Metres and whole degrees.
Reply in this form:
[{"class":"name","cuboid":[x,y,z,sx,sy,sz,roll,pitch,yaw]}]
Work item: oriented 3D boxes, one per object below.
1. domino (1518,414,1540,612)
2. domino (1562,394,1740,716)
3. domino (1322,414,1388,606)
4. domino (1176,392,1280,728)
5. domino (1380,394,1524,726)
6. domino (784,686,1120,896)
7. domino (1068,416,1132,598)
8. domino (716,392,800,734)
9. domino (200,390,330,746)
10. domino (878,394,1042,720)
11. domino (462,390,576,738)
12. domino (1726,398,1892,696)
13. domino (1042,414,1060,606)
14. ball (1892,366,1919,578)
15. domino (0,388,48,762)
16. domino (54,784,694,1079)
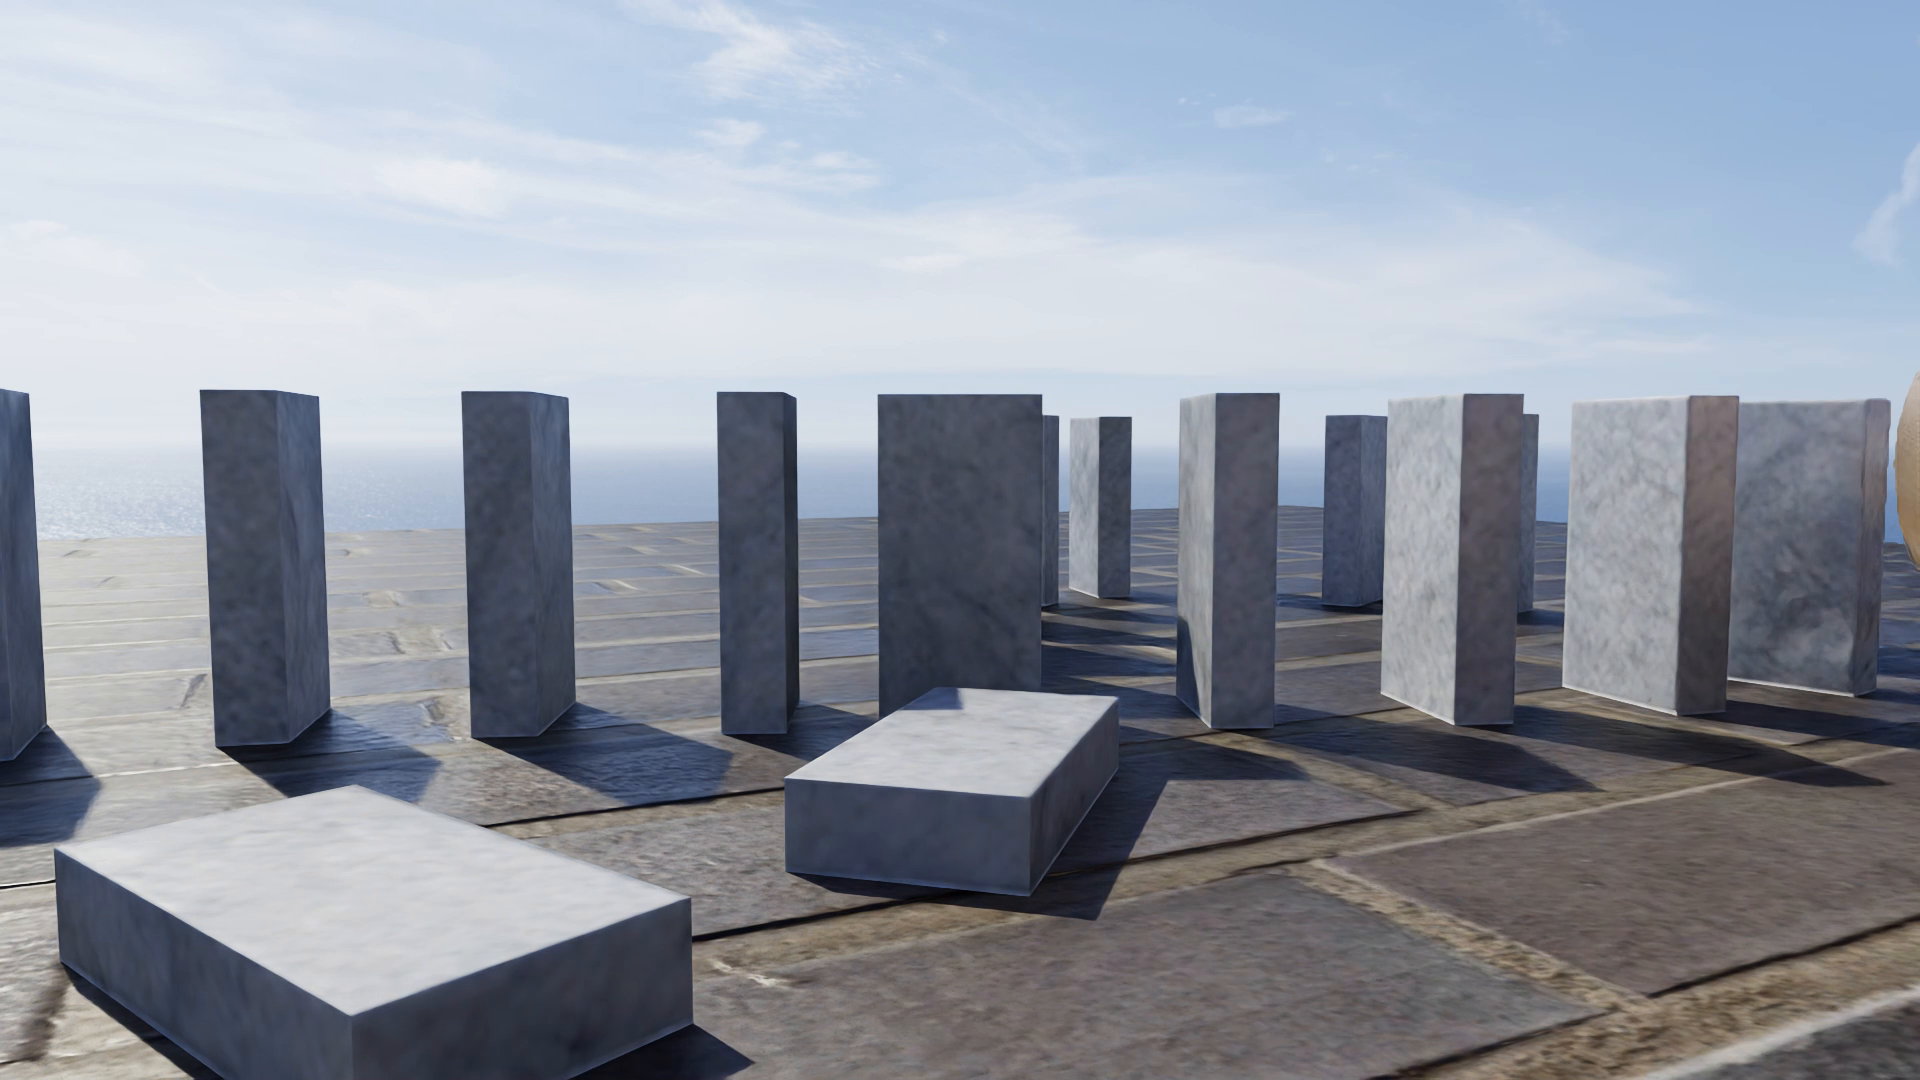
[{"class":"domino","cuboid":[0.134,-0.007,0.322,0.025,0.050,0.010,-4,6,-41]},{"class":"domino","cuboid":[0.114,0.002,0.213,0.009,0.050,0.025,-1,4,-16]},{"class":"domino","cuboid":[0.107,-0.008,0.346,0.010,0.050,0.025,3,5,36]},{"class":"domino","cuboid":[0.042,0.002,0.203,0.010,0.050,0.025,0,4,-2]},{"class":"domino","cuboid":[0.078,0.002,0.205,0.009,0.050,0.025,-1,4,-7]},{"class":"domino","cuboid":[0.002,0.027,0.148,0.025,0.009,0.050,1,4,17]},{"class":"domino","cuboid":[0.040,-0.010,0.367,0.009,0.050,0.025,-1,4,-14]},{"class":"domino","cuboid":[-0.031,0.003,0.199,0.009,0.050,0.025,0,4,-3]},{"class":"domino","cuboid":[-0.103,0.003,0.192,0.010,0.050,0.025,-1,4,-14]},{"class":"domino","cuboid":[0.000,0.002,0.201,0.025,0.050,0.009,0,4,0]},{"class":"domino","cuboid":[-0.067,0.003,0.197,0.009,0.050,0.025,0,4,-4]},{"class":"domino","cuboid":[0.147,0.001,0.227,0.009,0.050,0.025,-3,5,-36]},{"class":"domino","cuboid":[0.013,-0.008,0.344,0.025,0.050,0.010,2,5,26]},{"class":"ball","cuboid":[0.168,-0.010,0.164,0.080,0.080,0.080,0,4,0]},{"class":"domino","cuboid":[-0.137,0.004,0.180,0.010,0.050,0.025,-2,5,-27]},{"class":"domino","cuboid":[-0.047,0.030,0.100,0.050,0.009,0.025,3,5,38]}]
